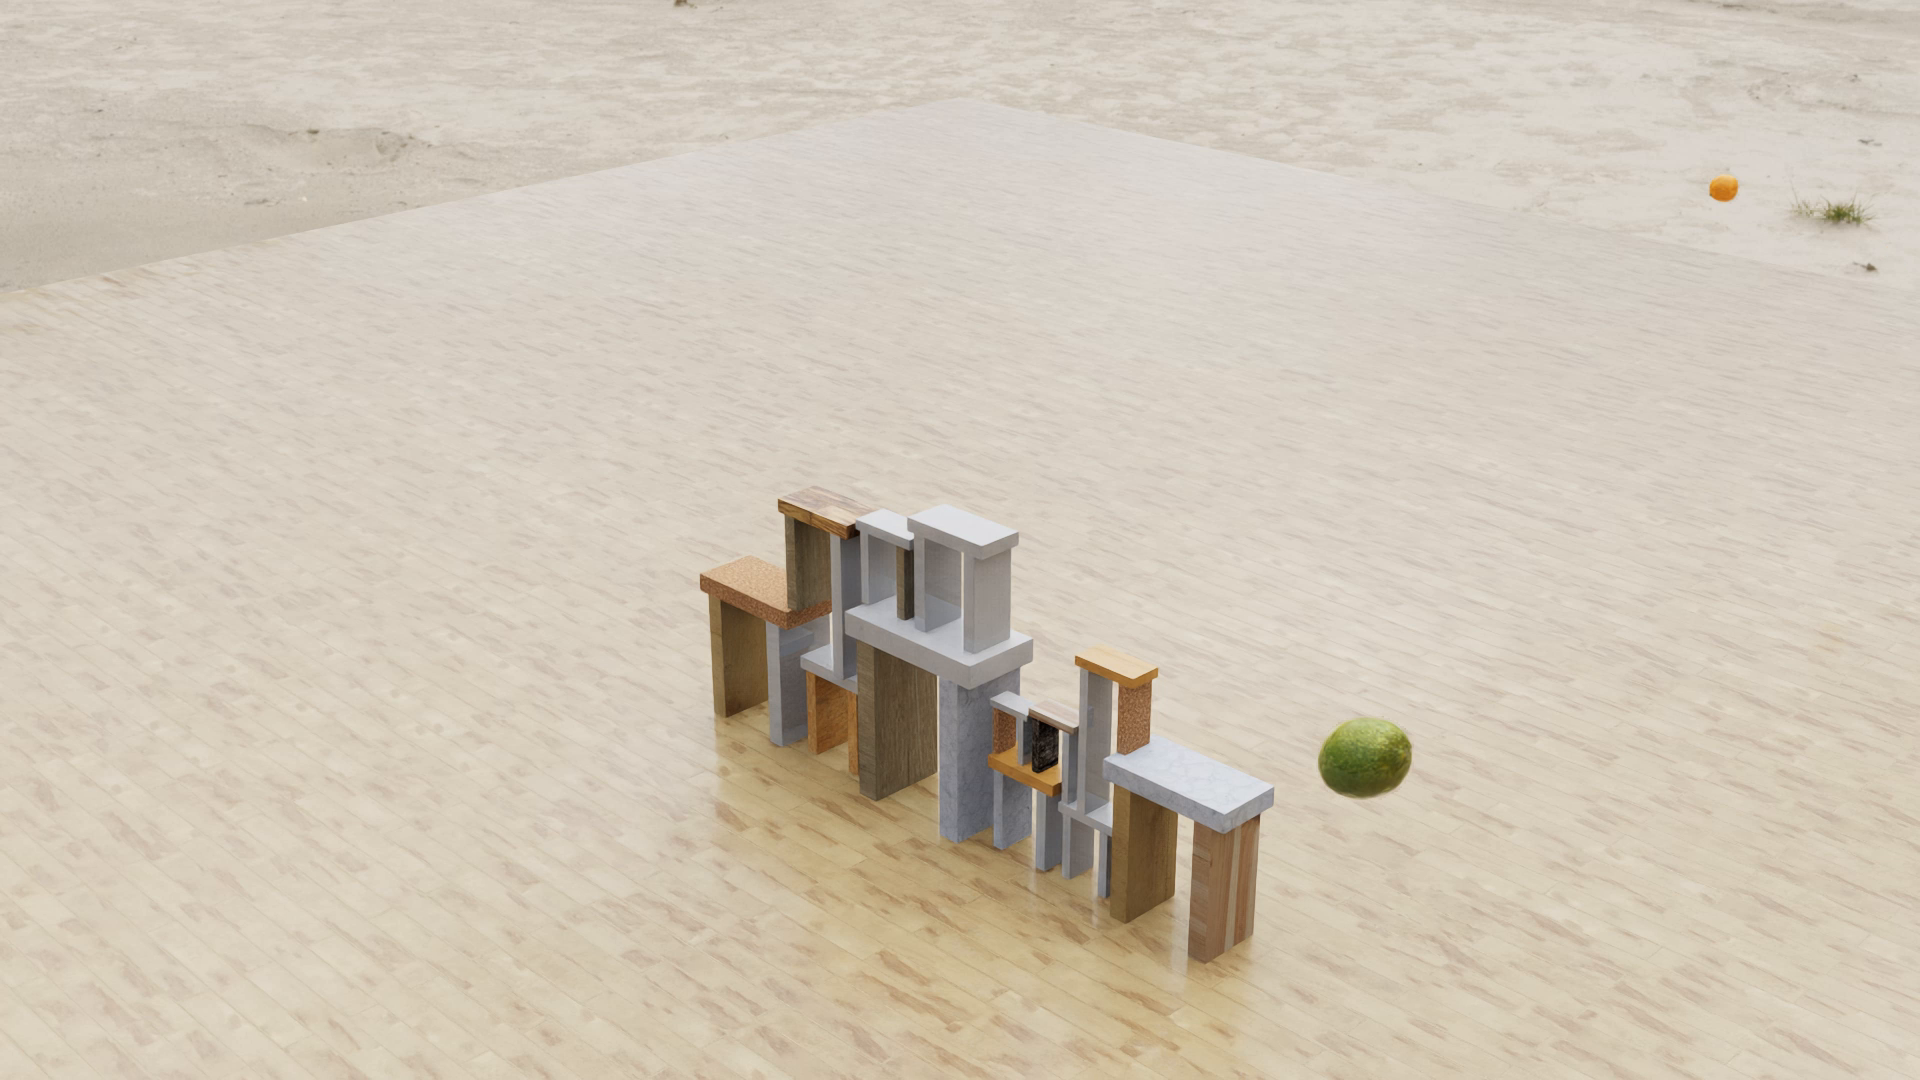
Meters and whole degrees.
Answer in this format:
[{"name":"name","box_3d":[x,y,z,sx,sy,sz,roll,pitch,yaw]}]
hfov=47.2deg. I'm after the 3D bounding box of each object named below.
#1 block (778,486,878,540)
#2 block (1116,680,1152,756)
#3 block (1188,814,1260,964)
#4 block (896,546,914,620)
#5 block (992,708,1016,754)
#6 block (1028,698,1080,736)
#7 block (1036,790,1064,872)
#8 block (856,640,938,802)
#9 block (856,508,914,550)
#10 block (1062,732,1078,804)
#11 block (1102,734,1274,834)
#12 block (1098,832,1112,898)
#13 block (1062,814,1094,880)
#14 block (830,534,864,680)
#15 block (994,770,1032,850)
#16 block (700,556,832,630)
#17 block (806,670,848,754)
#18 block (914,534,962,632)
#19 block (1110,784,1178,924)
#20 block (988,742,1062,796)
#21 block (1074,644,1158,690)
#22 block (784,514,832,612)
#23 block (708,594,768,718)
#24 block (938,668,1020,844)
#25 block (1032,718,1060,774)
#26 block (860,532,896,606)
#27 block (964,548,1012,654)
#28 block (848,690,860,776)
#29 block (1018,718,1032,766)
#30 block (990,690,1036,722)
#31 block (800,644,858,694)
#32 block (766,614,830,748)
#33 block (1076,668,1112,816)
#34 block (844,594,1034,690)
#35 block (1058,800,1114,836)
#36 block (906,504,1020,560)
[{"name":"block","box_3d":[-0.263,-0.057,4.482,0.211,0.030,0.105,21,31,41]},{"name":"block","box_3d":[0.318,0.316,4.012,0.020,0.140,0.070,21,31,41]},{"name":"block","box_3d":[0.476,0.610,3.962,0.040,0.282,0.141,21,31,41]},{"name":"block","box_3d":[-0.090,0.075,4.357,0.078,0.156,0.022,-21,31,-41]},{"name":"block","box_3d":[0.087,0.363,4.279,0.014,0.099,0.049,21,31,41]},{"name":"block","box_3d":[0.191,0.334,4.158,0.115,0.016,0.058,21,31,41]},{"name":"block","box_3d":[0.185,0.547,4.252,0.024,0.171,0.085,21,31,41]},{"name":"block","box_3d":[-0.127,0.342,4.503,0.050,0.352,0.176,21,31,41]},{"name":"block","box_3d":[-0.126,-0.022,4.356,0.156,0.022,0.078,21,31,40]},{"name":"block","box_3d":[0.218,0.422,4.166,0.016,0.152,0.058,21,31,41]},{"name":"block","box_3d":[0.410,0.436,3.960,0.282,0.040,0.141,21,31,41]},{"name":"block","box_3d":[0.293,0.602,4.164,0.020,0.139,0.069,21,31,41]},{"name":"block","box_3d":[0.228,0.577,4.224,0.020,0.139,0.069,21,31,41]},{"name":"block","box_3d":[-0.213,0.122,4.504,0.030,0.318,0.105,21,31,41]},{"name":"block","box_3d":[0.105,0.516,4.326,0.024,0.171,0.085,21,31,41]},{"name":"block","box_3d":[-0.411,0.111,4.716,0.286,0.041,0.143,21,31,41]},{"name":"block","box_3d":[-0.280,0.353,4.685,0.027,0.192,0.096,21,31,41]},{"name":"block","box_3d":[-0.043,0.071,4.306,0.029,0.202,0.101,21,31,41]},{"name":"block","box_3d":[0.343,0.558,4.084,0.040,0.282,0.141,21,31,41]},{"name":"block","box_3d":[0.145,0.442,4.251,0.171,0.024,0.086,21,31,41]},{"name":"block","box_3d":[0.285,0.230,4.011,0.140,0.020,0.070,21,31,41]},{"name":"block","box_3d":[-0.312,0.034,4.574,0.105,0.211,0.030,-21,31,-41]},{"name":"block","box_3d":[-0.479,0.235,4.842,0.041,0.286,0.143,21,31,41]},{"name":"block","box_3d":[0.039,0.407,4.351,0.050,0.352,0.176,21,31,41]},{"name":"block","box_3d":[0.164,0.384,4.208,0.016,0.115,0.058,21,31,41]},{"name":"block","box_3d":[-0.163,0.046,4.425,0.022,0.156,0.078,21,31,41]},{"name":"block","box_3d":[0.052,0.108,4.219,0.029,0.202,0.101,21,31,41]},{"name":"block","box_3d":[-0.190,0.388,4.601,0.027,0.192,0.096,21,31,41]},{"name":"block","box_3d":[0.133,0.381,4.236,0.049,0.099,0.014,-21,31,-41]},{"name":"block","box_3d":[0.110,0.320,4.235,0.099,0.014,0.049,21,31,41]},{"name":"block","box_3d":[-0.235,0.269,4.600,0.192,0.027,0.096,21,31,41]},{"name":"block","box_3d":[-0.344,0.287,4.717,0.041,0.286,0.143,21,31,41]},{"name":"block","box_3d":[0.252,0.366,4.105,0.020,0.304,0.070,21,31,41]},{"name":"block","box_3d":[-0.044,0.190,4.349,0.352,0.050,0.176,21,31,41]},{"name":"block","box_3d":[0.260,0.517,4.163,0.139,0.020,0.069,21,31,41]},{"name":"block","box_3d":[0.005,-0.017,4.217,0.203,0.029,0.101,21,31,41]}]
